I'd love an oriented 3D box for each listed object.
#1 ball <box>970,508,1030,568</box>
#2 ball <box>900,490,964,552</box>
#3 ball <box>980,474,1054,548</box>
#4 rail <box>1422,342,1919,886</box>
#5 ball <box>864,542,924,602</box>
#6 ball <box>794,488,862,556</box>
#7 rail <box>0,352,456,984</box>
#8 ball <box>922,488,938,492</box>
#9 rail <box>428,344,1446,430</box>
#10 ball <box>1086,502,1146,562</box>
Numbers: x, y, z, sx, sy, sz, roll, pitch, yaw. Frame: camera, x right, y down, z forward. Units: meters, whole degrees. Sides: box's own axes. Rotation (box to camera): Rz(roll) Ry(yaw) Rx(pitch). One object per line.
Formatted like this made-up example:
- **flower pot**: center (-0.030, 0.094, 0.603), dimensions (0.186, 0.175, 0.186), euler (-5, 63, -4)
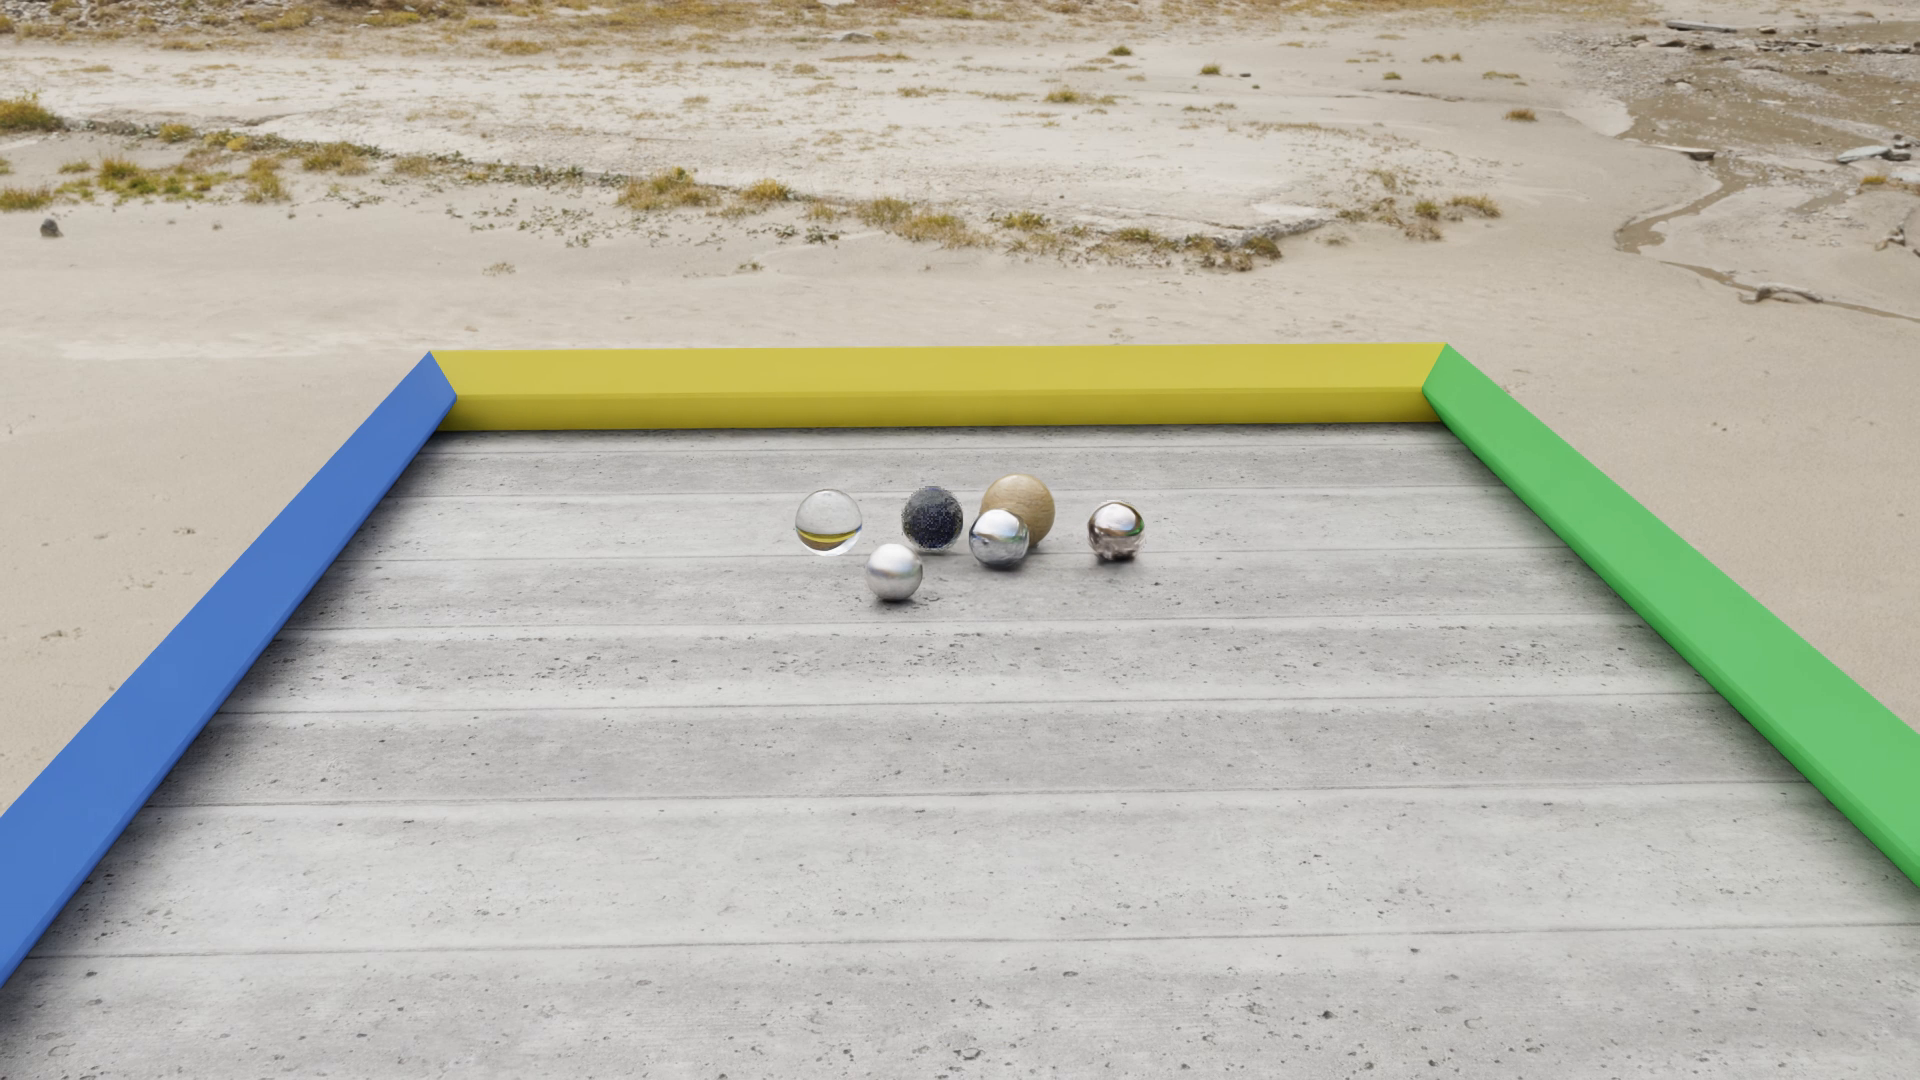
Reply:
- **ball**: center (0.046, -0.002, 2.596), dimensions (0.071, 0.071, 0.071), euler (0, 17, 0)
- **ball**: center (-0.033, -0.023, 2.656), dimensions (0.076, 0.076, 0.076), euler (0, 17, 0)
- **ball**: center (0.069, -0.034, 2.667), dimensions (0.091, 0.091, 0.091), euler (0, 17, 0)
- **rail**: center (0.751, 0.174, 1.935), dimensions (0.045, 0.118, 2.803), euler (-1, 17, -2)
- **ball**: center (-0.074, 0.036, 2.479), dimensions (0.066, 0.066, 0.066), euler (0, 17, 0)
- **ball**: center (-0.158, -0.021, 2.640), dimensions (0.081, 0.081, 0.081), euler (0, 17, 0)
- **rail**: center (-0.699, 0.190, 1.883), dimensions (0.045, 0.118, 2.803), euler (-1, 17, -2)
- **ball**: center (-0.034, -0.038, 2.743), dimensions (0.053, 0.053, 0.053), euler (0, 17, 0)
- **rail**: center (-0.025, -0.220, 3.226), dimensions (1.499, 0.118, 0.045), euler (-1, 17, -2)
- **ball**: center (0.186, -0.010, 2.622), dimensions (0.071, 0.071, 0.071), euler (0, 17, 0)
